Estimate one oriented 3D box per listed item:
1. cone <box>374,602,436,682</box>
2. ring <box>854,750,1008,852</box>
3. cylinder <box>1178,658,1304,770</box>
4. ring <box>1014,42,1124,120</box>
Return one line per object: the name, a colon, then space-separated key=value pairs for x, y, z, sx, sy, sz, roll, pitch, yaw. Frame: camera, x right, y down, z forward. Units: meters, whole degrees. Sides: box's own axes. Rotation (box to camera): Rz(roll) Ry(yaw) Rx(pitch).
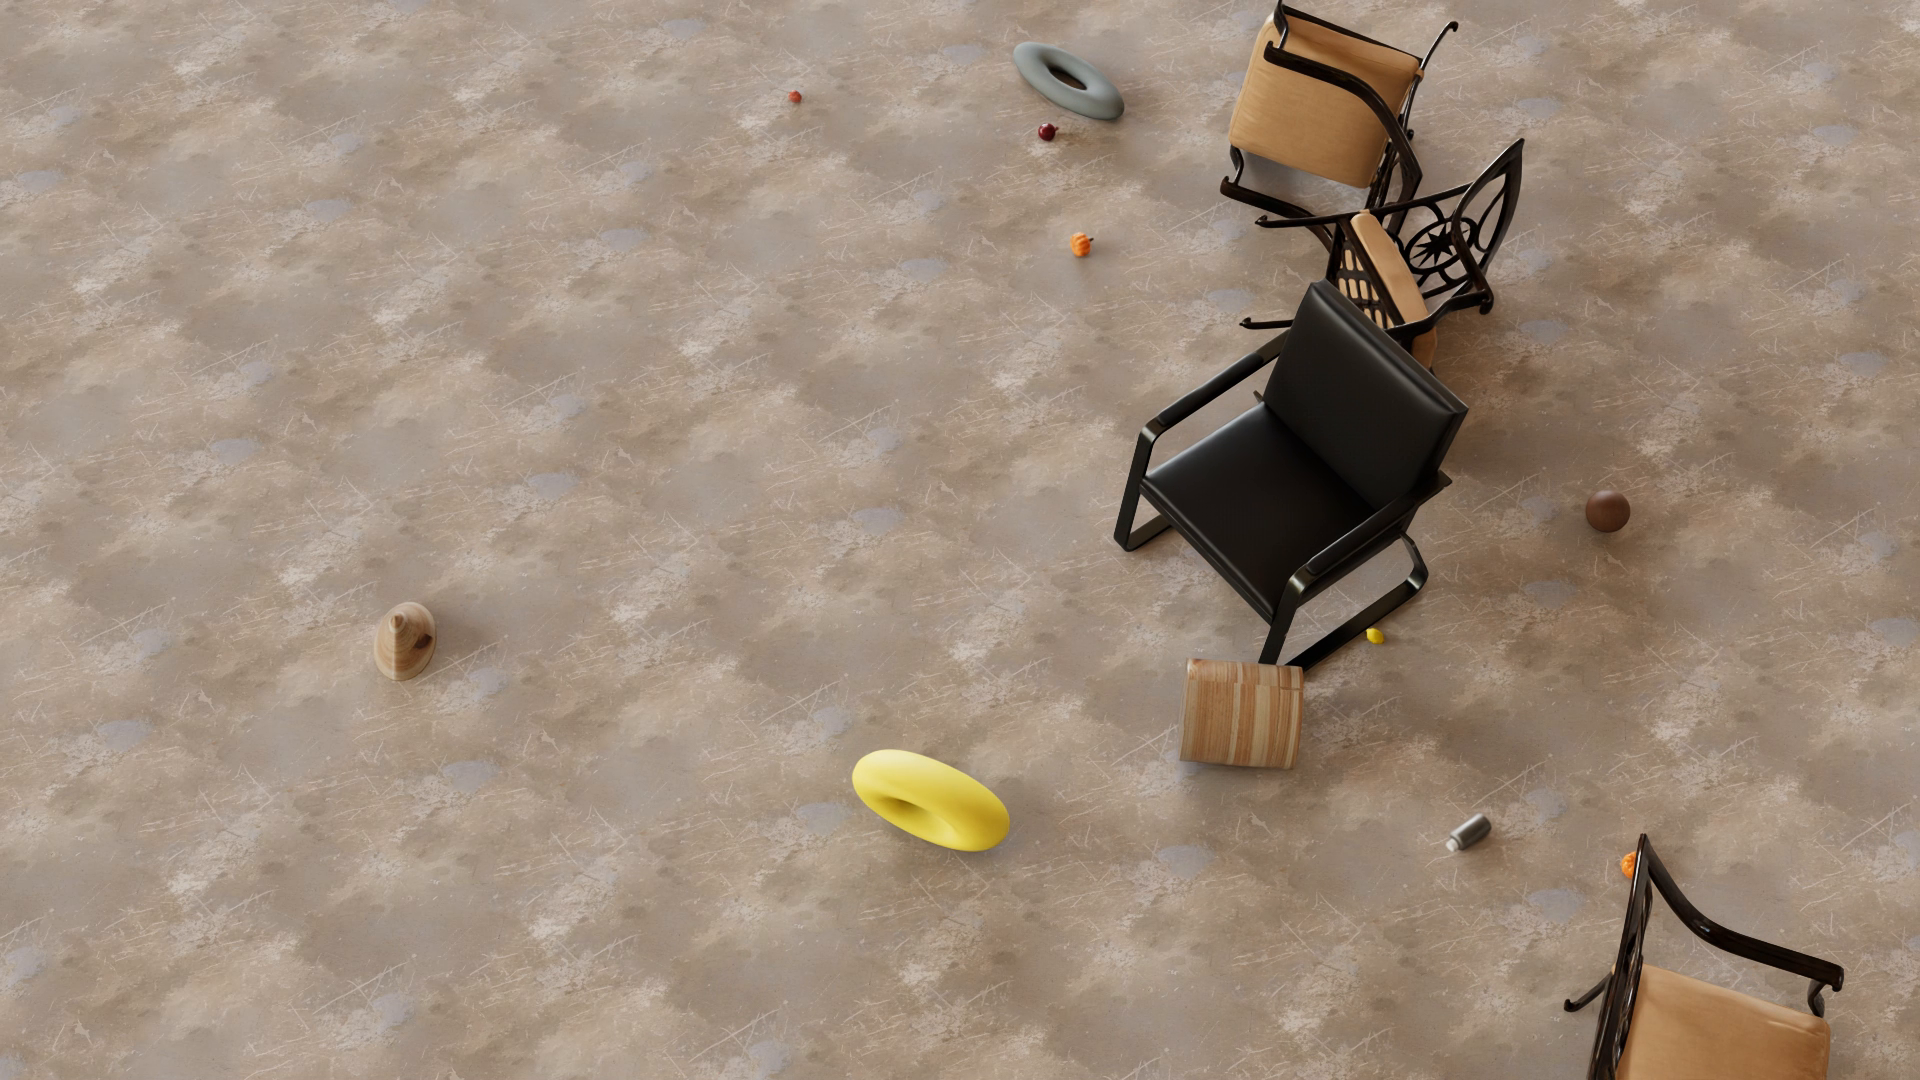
cone: x=-1.609 y=0.254 z=6.318 sx=0.182 sy=0.141 sz=0.271 roll=-3 pitch=56 yaw=-2
ring: x=-0.080 y=0.708 z=5.985 sx=0.465 sy=0.194 sz=0.159 roll=22 pitch=47 yaw=16
cylinder: x=0.770 y=0.479 z=6.064 sx=0.312 sy=0.314 sz=0.273 roll=4 pitch=55 yaw=3
ring: x=0.374 y=-1.587 z=7.593 sx=0.483 sy=0.078 sz=0.200 roll=38 pitch=63 yaw=23
